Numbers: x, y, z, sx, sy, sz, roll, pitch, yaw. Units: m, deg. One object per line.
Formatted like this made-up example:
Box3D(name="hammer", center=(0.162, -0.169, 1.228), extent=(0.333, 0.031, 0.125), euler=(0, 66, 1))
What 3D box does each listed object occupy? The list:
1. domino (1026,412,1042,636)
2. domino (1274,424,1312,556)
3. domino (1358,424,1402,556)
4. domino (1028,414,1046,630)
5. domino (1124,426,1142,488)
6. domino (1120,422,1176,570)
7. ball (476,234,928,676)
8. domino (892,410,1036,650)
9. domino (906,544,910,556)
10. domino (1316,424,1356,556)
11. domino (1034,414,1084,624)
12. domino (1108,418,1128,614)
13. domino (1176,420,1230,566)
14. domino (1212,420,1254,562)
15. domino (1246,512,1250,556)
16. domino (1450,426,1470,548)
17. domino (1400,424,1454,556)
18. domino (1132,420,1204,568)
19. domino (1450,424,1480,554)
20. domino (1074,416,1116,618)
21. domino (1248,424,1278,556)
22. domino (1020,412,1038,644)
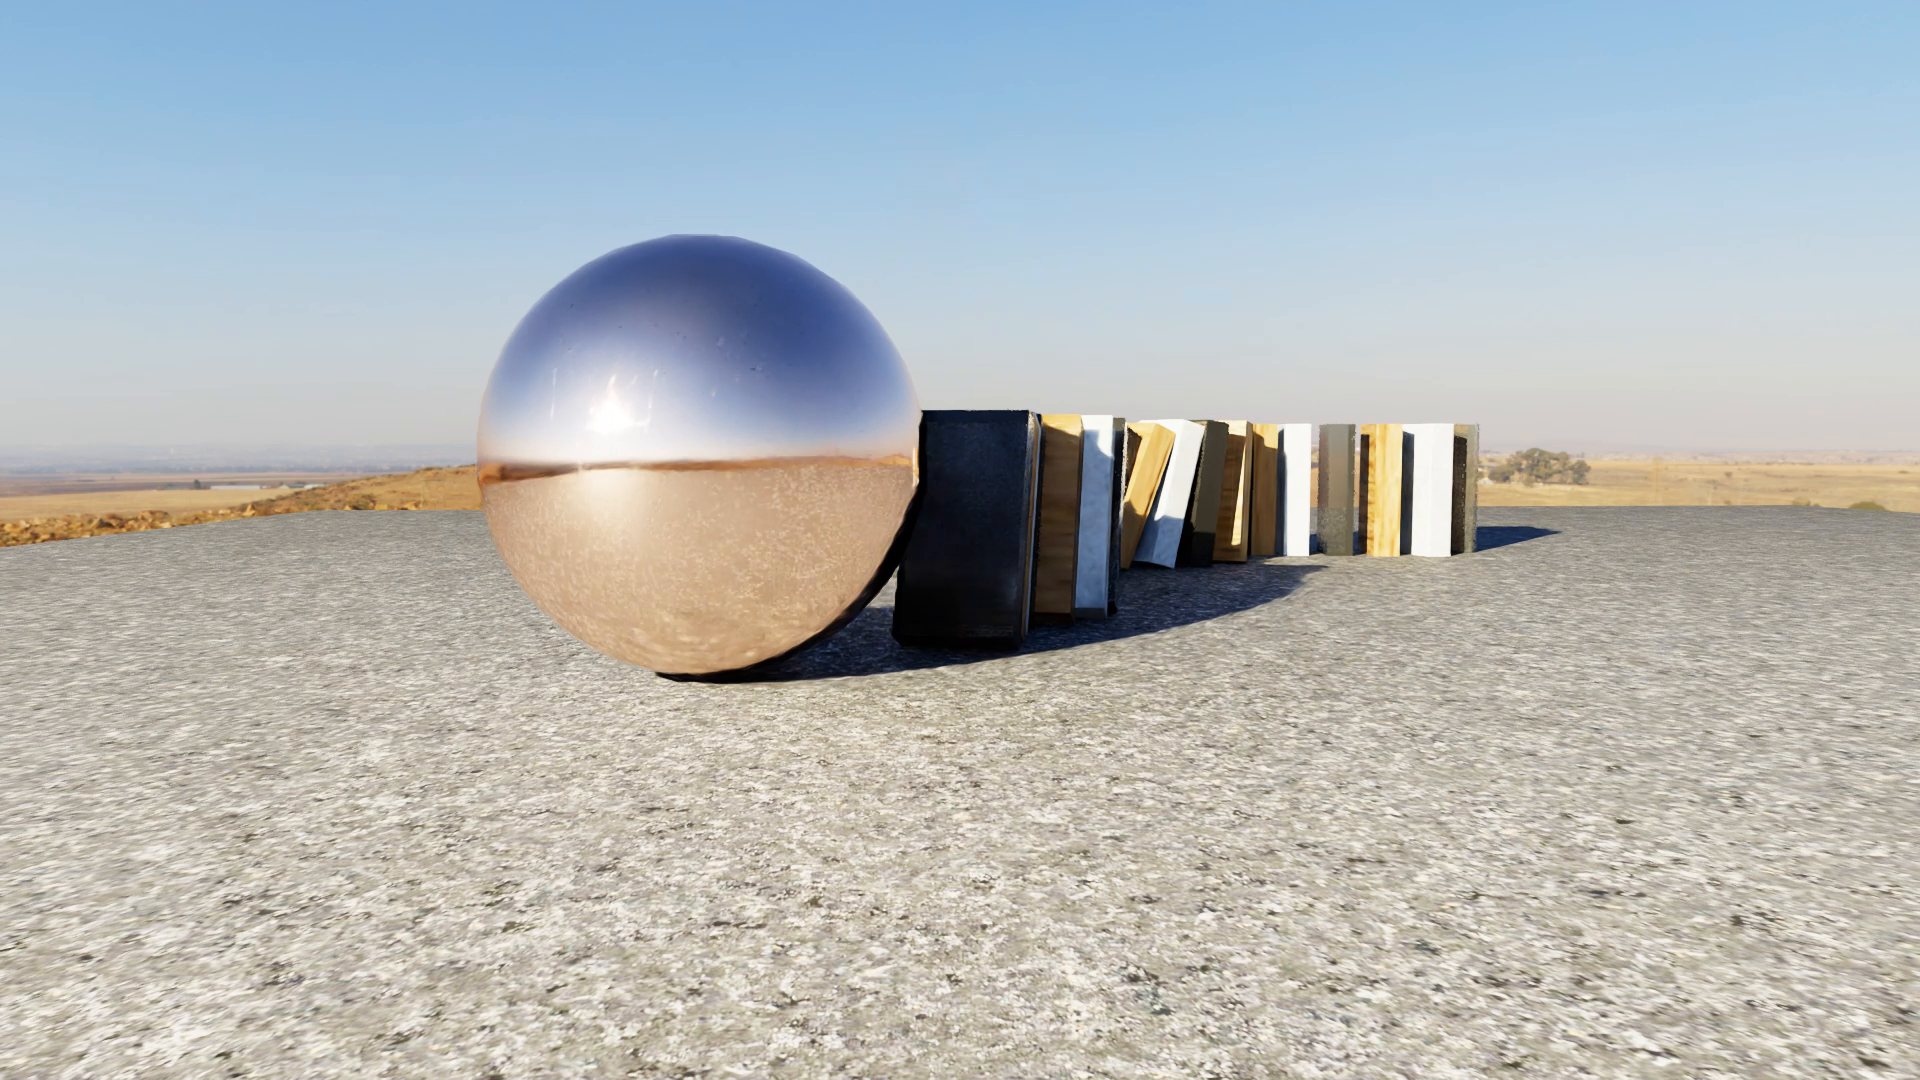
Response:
Box3D(name="domino", center=(0.004, -0.004, 0.291), extent=(0.025, 0.050, 0.010), euler=(1, -19, 12))
Box3D(name="domino", center=(0.129, -0.020, 0.500), extent=(0.010, 0.050, 0.025), euler=(0, 4, 5))
Box3D(name="domino", center=(0.162, -0.020, 0.496), extent=(0.009, 0.050, 0.025), euler=(0, 4, 4))
Box3D(name="domino", center=(0.006, -0.005, 0.301), extent=(0.025, 0.050, 0.010), euler=(1, -19, 12))
Box3D(name="domino", center=(0.042, -0.015, 0.437), extent=(0.025, 0.050, 0.009), euler=(5, -21, 48))
Box3D(name="domino", center=(0.056, -0.016, 0.444), extent=(0.010, 0.050, 0.025), euler=(24, -7, -27))
Box3D(name="ball", center=(-0.046, -0.015, 0.235), extent=(0.080, 0.080, 0.080), euler=(0, 4, 0))
Box3D(name="domino", center=(0.001, -0.003, 0.270), extent=(0.025, 0.050, 0.010), euler=(1, -19, 12))
Box3D(name="domino", center=(-0.004, -0.009, 0.371), extent=(0.025, 0.050, 0.010), euler=(-2, -26, -20))
Box3D(name="domino", center=(0.146, -0.020, 0.498), extent=(0.010, 0.050, 0.025), euler=(1, 4, 7))
Box3D(name="domino", center=(0.016, -0.005, 0.309), extent=(0.025, 0.050, 0.010), euler=(1, -19, 12))
Box3D(name="domino", center=(0.029, -0.007, 0.329), extent=(0.025, 0.050, 0.010), euler=(2, -21, 12))
Box3D(name="domino", center=(0.080, -0.017, 0.453), extent=(0.010, 0.050, 0.025), euler=(7, 0, -28))
Box3D(name="domino", center=(0.091, -0.018, 0.465), extent=(0.025, 0.050, 0.009), euler=(2, -2, 28))
Box3D(name="domino", center=(0.098, -0.020, 0.494), extent=(0.025, 0.050, 0.010), euler=(3, 4, 38))
Box3D(name="domino", center=(0.193, -0.022, 0.523), extent=(0.025, 0.050, 0.010), euler=(0, 4, 0))
Box3D(name="domino", center=(0.178, -0.020, 0.496), extent=(0.010, 0.050, 0.025), euler=(-1, 4, -13))
Box3D(name="domino", center=(0.069, -0.016, 0.448), extent=(0.009, 0.050, 0.025), euler=(14, -3, -28))
Box3D(name="domino", center=(0.191, -0.021, 0.508), extent=(0.025, 0.050, 0.010), euler=(3, 5, 31))
Box3D(name="domino", center=(0.025, -0.006, 0.318), extent=(0.025, 0.050, 0.010), euler=(1, -19, 12))
Box3D(name="domino", center=(0.114, -0.020, 0.500), extent=(0.009, 0.050, 0.025), euler=(0, 4, -10))
Box3D(name="domino", center=(0.003, -0.003, 0.281), extent=(0.025, 0.050, 0.010), euler=(1, -19, 12))
